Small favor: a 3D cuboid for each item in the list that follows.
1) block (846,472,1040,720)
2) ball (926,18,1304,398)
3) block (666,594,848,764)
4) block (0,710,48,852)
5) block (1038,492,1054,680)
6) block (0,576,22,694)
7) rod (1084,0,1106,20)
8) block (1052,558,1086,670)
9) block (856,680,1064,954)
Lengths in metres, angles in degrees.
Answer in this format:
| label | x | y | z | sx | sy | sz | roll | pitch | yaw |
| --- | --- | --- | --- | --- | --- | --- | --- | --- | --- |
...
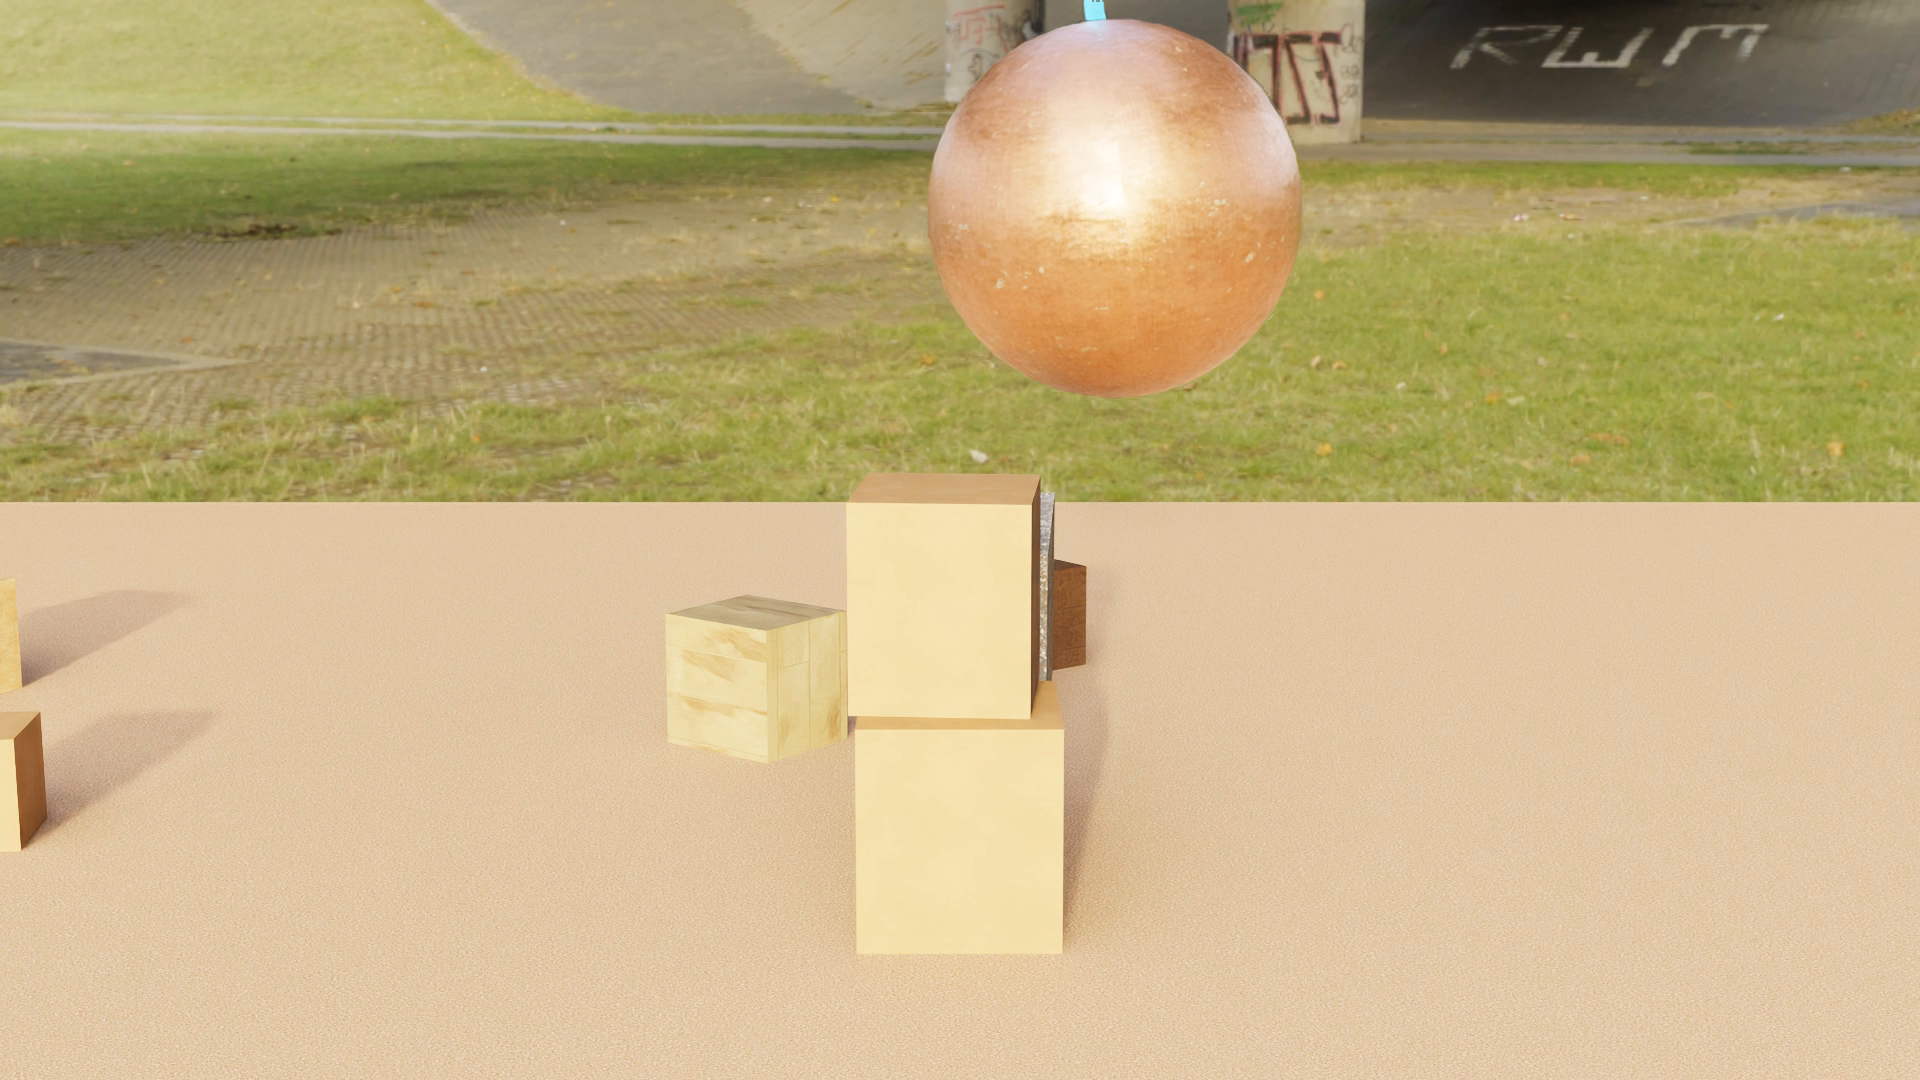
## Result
| label | x | y | z | sx | sy | sz | roll | pitch | yaw |
| --- | --- | --- | --- | --- | --- | --- | --- | --- | --- |
| block | -0.054 | 0.217 | 10.702 | 0.741 | 0.878 | 0.787 | 1 | 10 | 4 |
| ball | 0.655 | -1.404 | 10.925 | 1.600 | 1.600 | 1.600 | 0 | 10 | 0 |
| block | -1.078 | 0.725 | 13.626 | 0.710 | 0.698 | 0.638 | 8 | 13 | 37 |
| block | -4.630 | 1.123 | 11.918 | 0.604 | 0.526 | 0.535 | -1 | 10 | -7 |
| block | -0.003 | 0.325 | 11.604 | 0.823 | 0.877 | 0.802 | 1 | 21 | 4 |
| block | -5.913 | 0.569 | 14.629 | 0.694 | 0.647 | 0.756 | 5 | 12 | 27 |
| rod | 0.284 | -4.729 | 10.321 | 0.080 | 5.200 | 0.080 | -6 | 10 | 1 |
| block | 0.398 | 0.447 | 15.420 | 0.525 | 0.603 | 0.492 | -8 | 13 | -38 |
| block | -0.002 | 1.139 | 10.694 | 0.831 | 0.933 | 0.833 | 0 | 10 | 0 |
